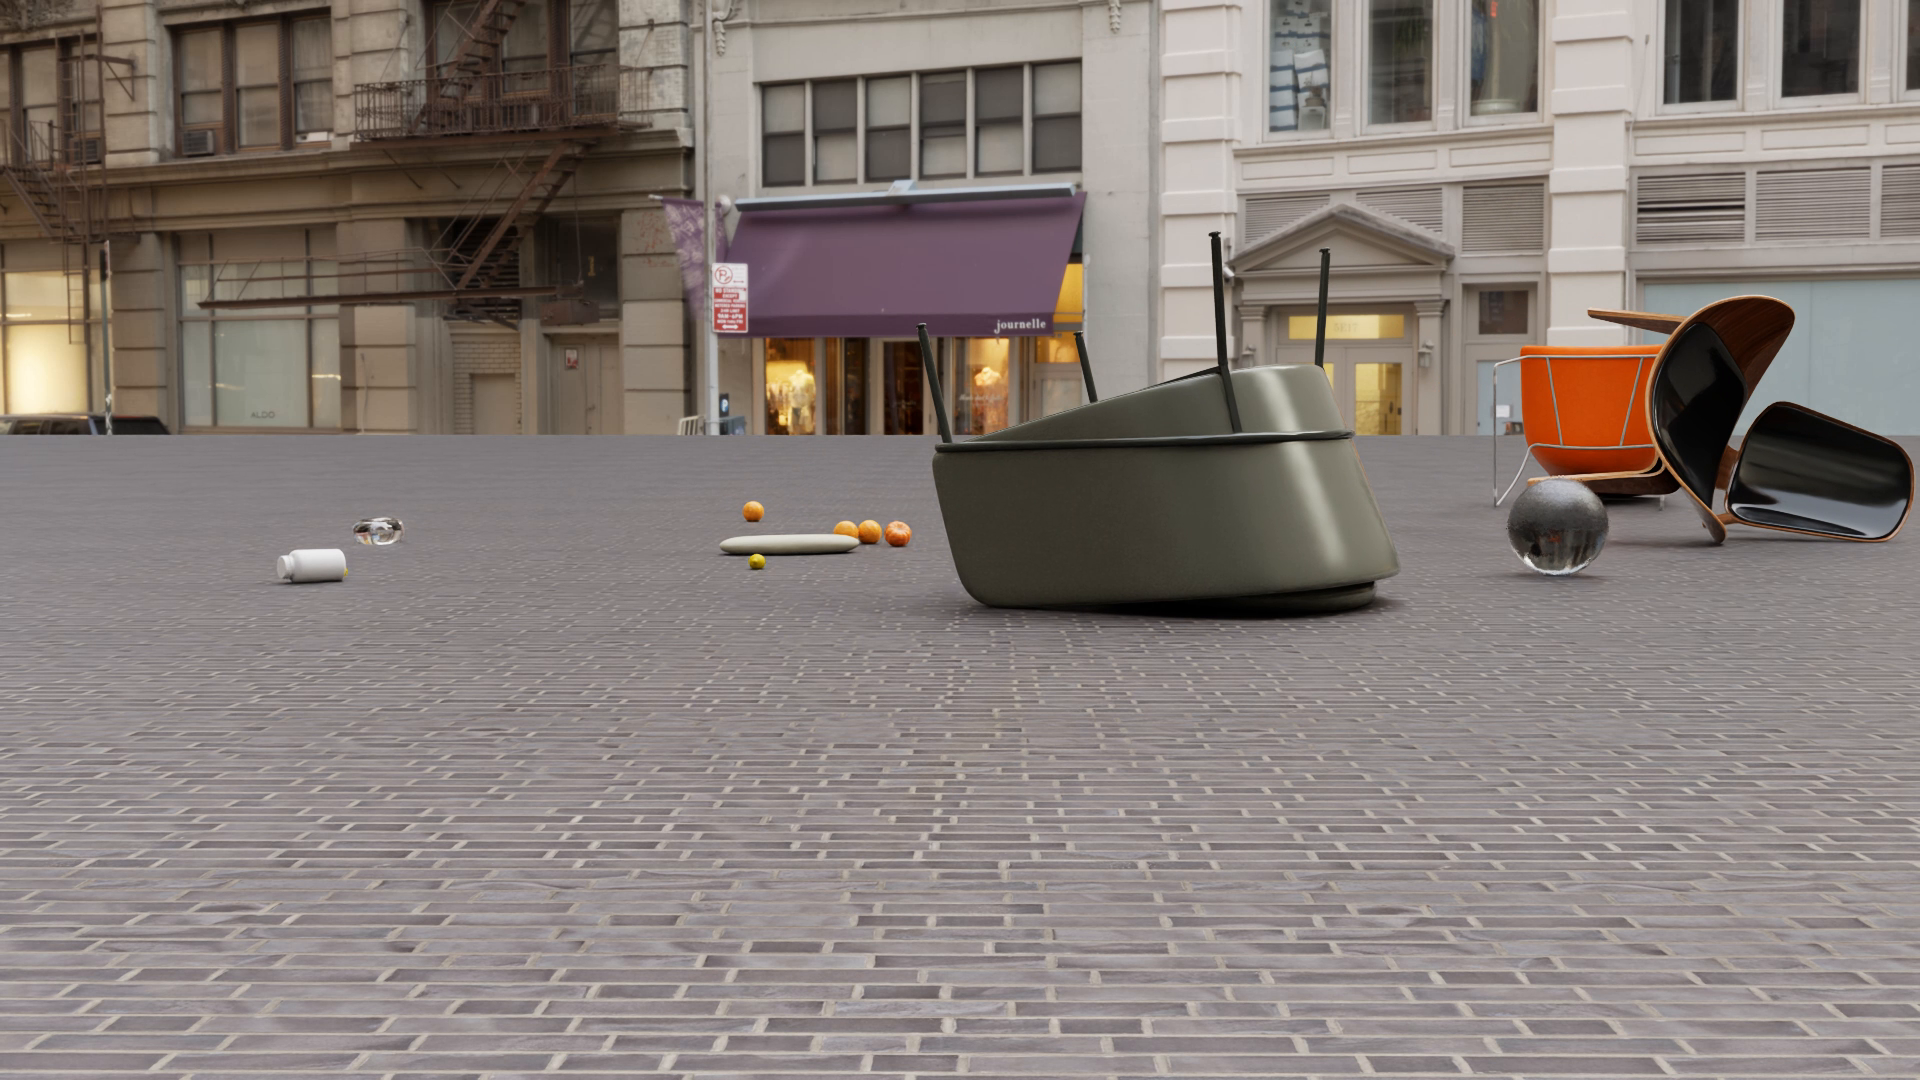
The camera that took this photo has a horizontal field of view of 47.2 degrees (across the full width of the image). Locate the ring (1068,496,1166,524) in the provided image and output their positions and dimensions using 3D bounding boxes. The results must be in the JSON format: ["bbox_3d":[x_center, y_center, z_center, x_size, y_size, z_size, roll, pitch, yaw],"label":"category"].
[{"bbox_3d":[0.526,-0.100,7.394,0.328,0.084,0.324,-2,4,-38],"label":"ring"}]

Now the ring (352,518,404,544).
[{"bbox_3d":[-1.701,-0.027,6.437,0.146,0.069,0.239,-2,5,-6],"label":"ring"}]

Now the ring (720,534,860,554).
[{"bbox_3d":[-0.466,0.013,6.017,0.387,0.048,0.168,-1,3,-14],"label":"ring"}]

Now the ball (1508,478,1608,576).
[{"bbox_3d":[1.439,-0.032,5.292,0.236,0.236,0.236,0,4,0],"label":"ball"}]
